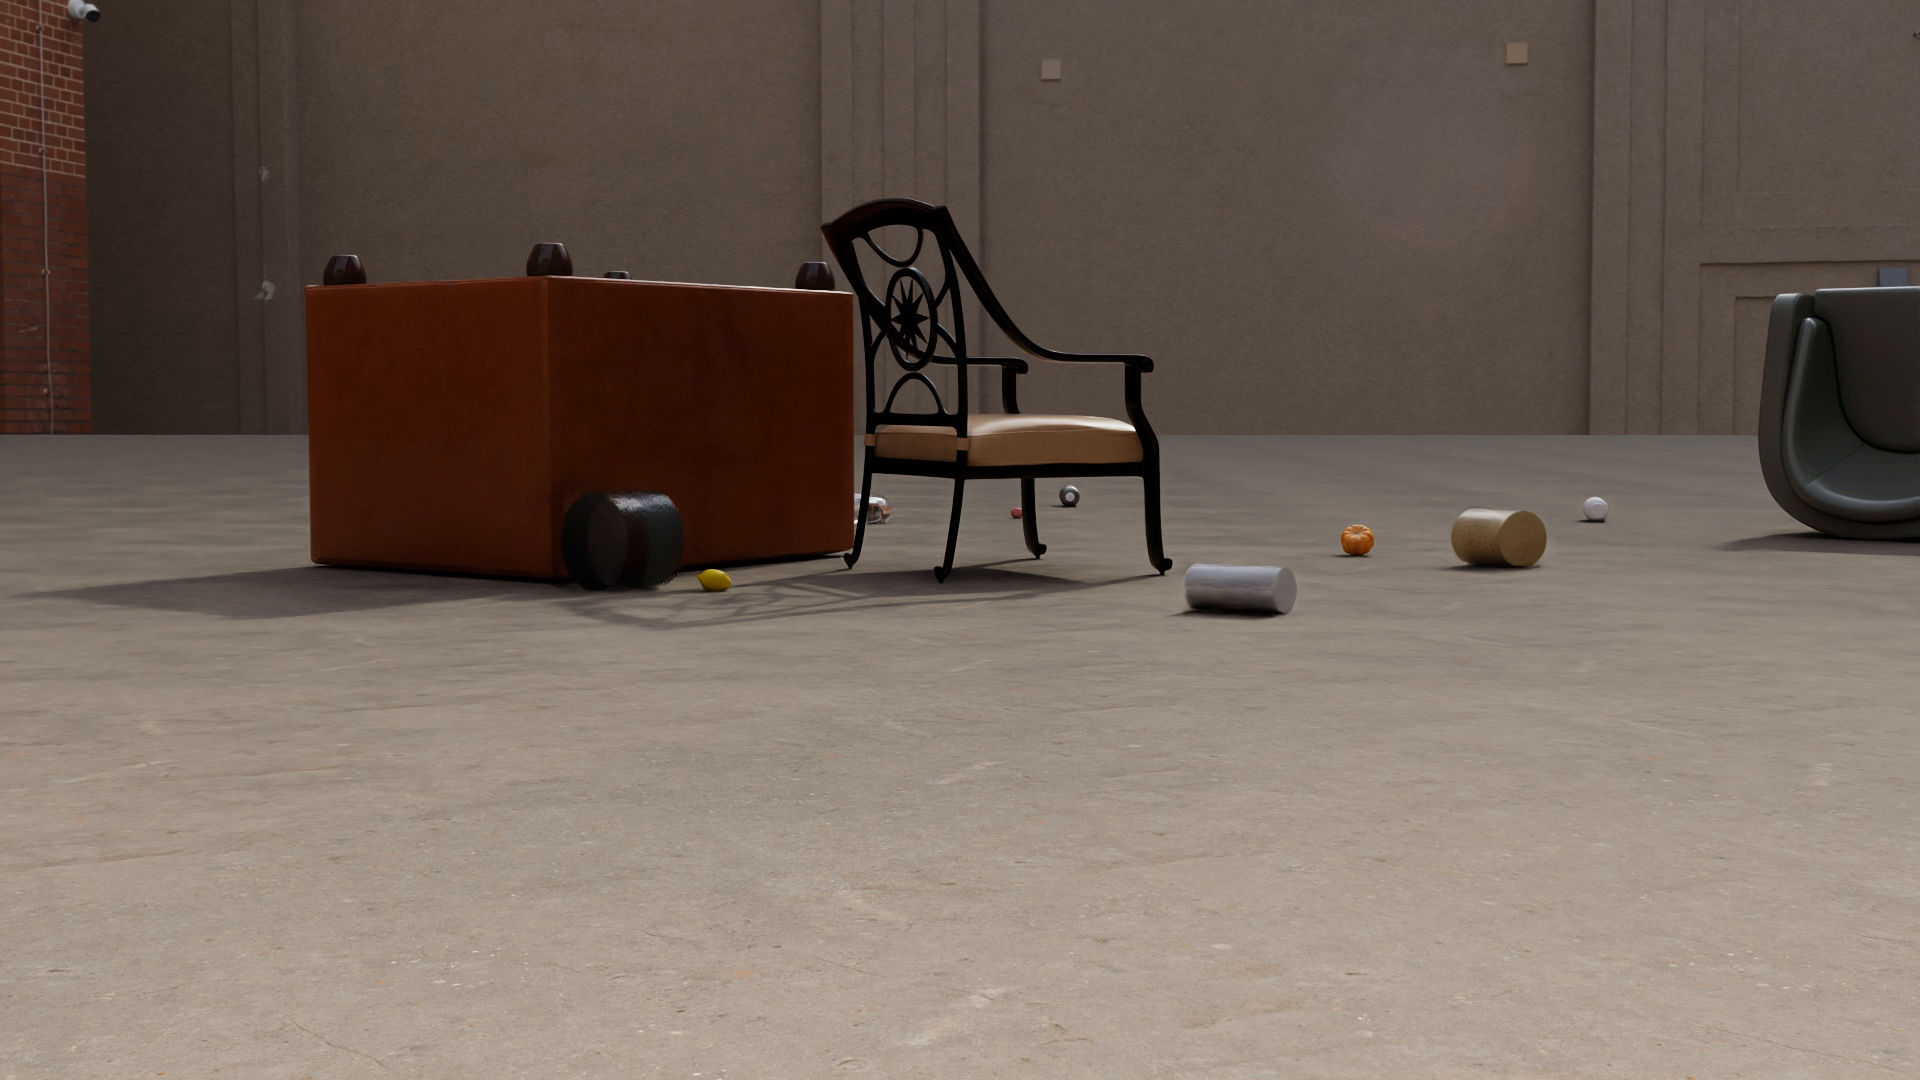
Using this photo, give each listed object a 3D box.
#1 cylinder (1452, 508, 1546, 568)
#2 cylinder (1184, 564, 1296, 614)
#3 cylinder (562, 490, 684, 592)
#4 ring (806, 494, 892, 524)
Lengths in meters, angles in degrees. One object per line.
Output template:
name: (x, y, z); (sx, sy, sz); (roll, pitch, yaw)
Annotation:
cylinder: (1.370, -0.006, 5.586); (0.205, 0.143, 0.144); (2, 2, -41)
cylinder: (0.565, 0.099, 4.432); (0.192, 0.091, 0.123); (2, -6, 30)
cylinder: (-0.757, 0.000, 4.932); (0.235, 0.220, 0.160); (-22, -12, 41)
ring: (-0.372, -0.104, 7.378); (0.297, 0.096, 0.253); (2, 5, 18)
